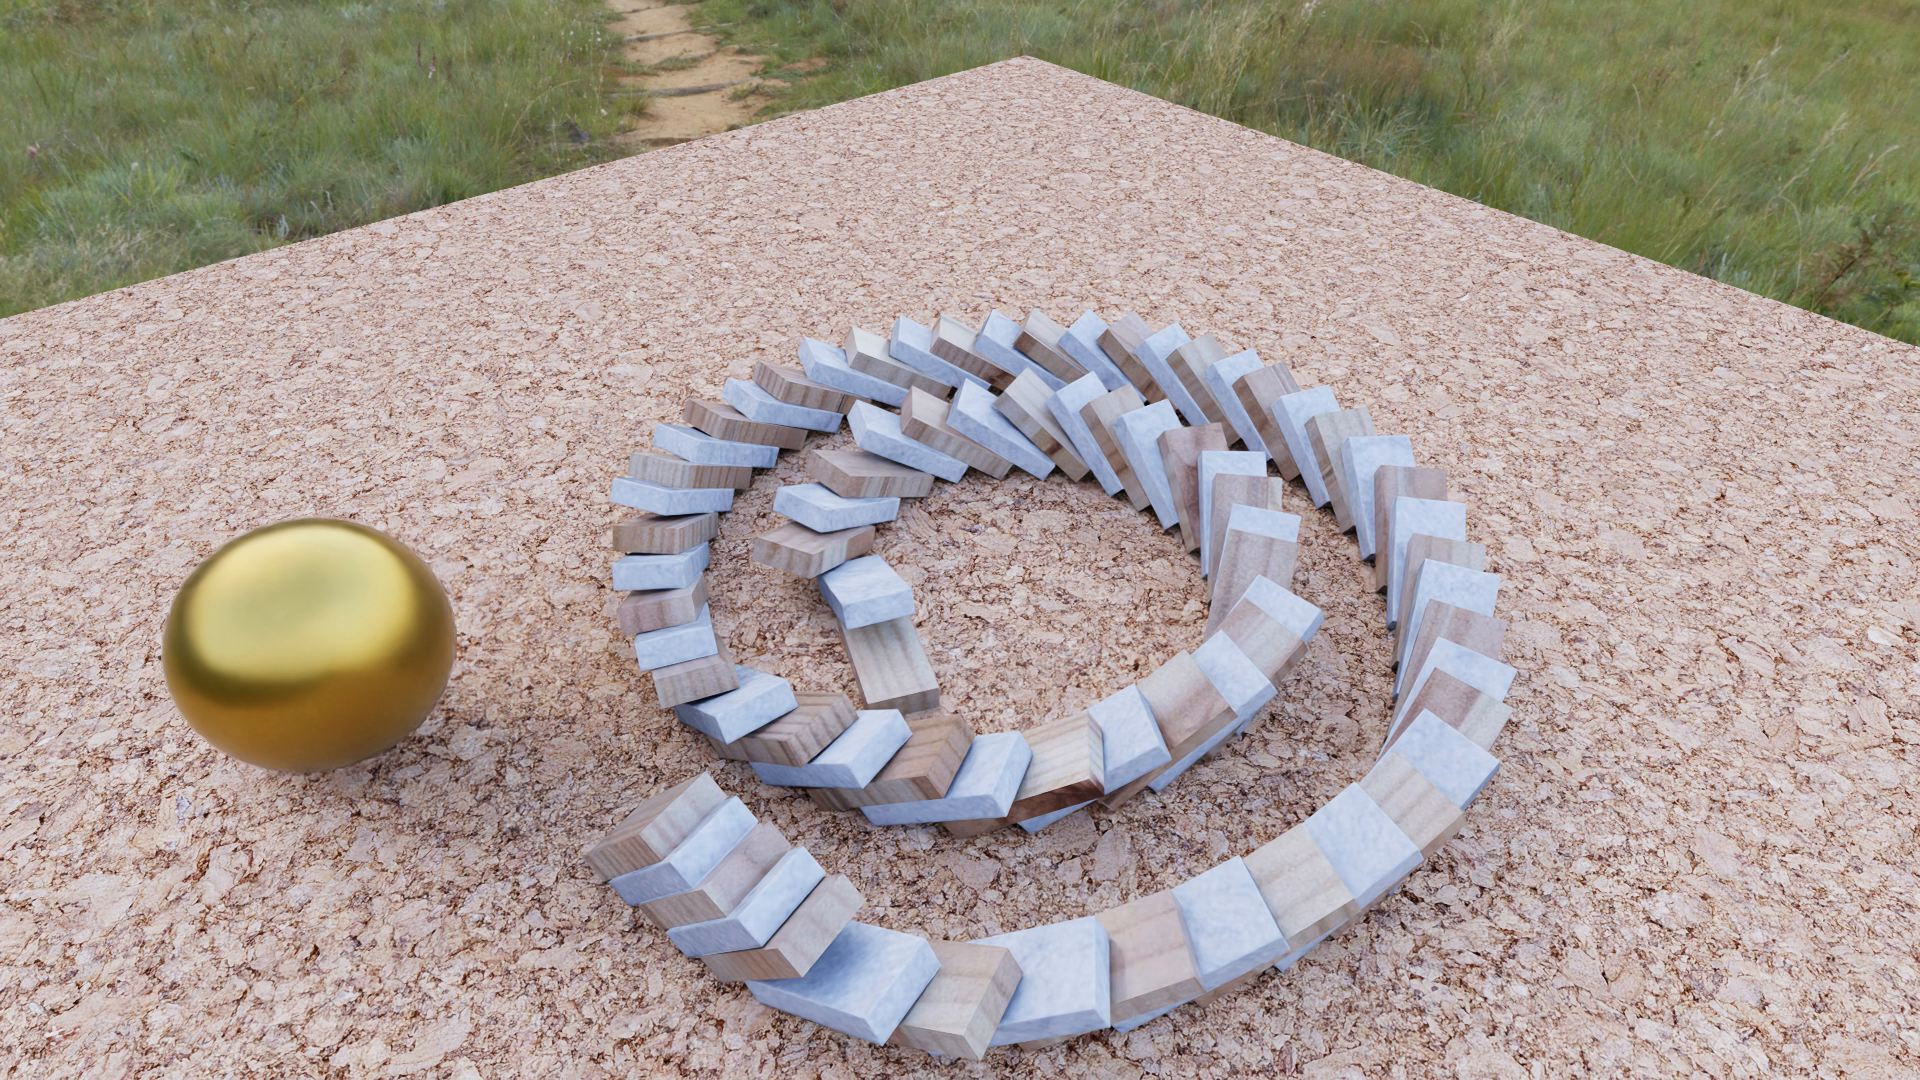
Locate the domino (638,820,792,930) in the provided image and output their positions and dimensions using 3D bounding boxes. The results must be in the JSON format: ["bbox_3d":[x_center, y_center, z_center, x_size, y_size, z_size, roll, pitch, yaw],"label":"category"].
[{"bbox_3d":[-0.068,0.093,0.303,0.009,0.050,0.025,51,50,-6],"label":"domino"}]

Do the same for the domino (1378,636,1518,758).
[{"bbox_3d":[0.154,0.059,0.351,0.025,0.010,0.050,25,78,28],"label":"domino"}]

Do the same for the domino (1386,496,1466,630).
[{"bbox_3d":[0.175,0.010,0.413,0.025,0.010,0.050,7,70,8],"label":"domino"}]

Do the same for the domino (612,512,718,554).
[{"bbox_3d":[-0.114,-0.004,0.429,0.025,0.009,0.050,3,9,4],"label":"domino"}]

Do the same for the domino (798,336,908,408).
[{"bbox_3d":[-0.050,-0.079,0.522,0.050,0.010,0.025,14,30,-31],"label":"domino"}]

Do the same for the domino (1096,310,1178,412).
[{"bbox_3d":[0.090,-0.084,0.524,0.050,0.010,0.025,50,50,3],"label":"domino"}]

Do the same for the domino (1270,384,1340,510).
[{"bbox_3d":[0.156,-0.040,0.473,0.025,0.009,0.050,-14,74,-17],"label":"domino"}]

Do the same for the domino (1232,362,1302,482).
[{"bbox_3d":[0.144,-0.053,0.486,0.025,0.010,0.050,-21,77,-25],"label":"domino"}]

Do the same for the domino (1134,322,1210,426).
[{"bbox_3d":[0.107,-0.076,0.516,0.025,0.010,0.050,-32,83,-33],"label":"domino"}]

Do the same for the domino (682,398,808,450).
[{"bbox_3d":[-0.094,-0.051,0.485,0.025,0.010,0.050,28,15,33],"label":"domino"}]

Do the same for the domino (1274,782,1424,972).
[{"bbox_3d":[0.101,0.094,0.309,0.050,0.009,0.025,-40,46,2],"label":"domino"}]

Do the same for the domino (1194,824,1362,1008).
[{"bbox_3d":[0.080,0.102,0.301,0.050,0.009,0.025,-33,43,4],"label":"domino"}]

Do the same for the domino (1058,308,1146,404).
[{"bbox_3d":[0.073,-0.087,0.530,0.050,0.009,0.025,42,48,0],"label":"domino"}]

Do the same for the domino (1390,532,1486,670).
[{"bbox_3d":[0.172,0.024,0.396,0.025,0.009,0.050,11,69,13],"label":"domino"}]

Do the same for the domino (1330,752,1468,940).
[{"bbox_3d":[0.117,0.088,0.317,0.050,0.009,0.025,-42,48,1],"label":"domino"}]

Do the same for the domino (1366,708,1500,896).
[{"bbox_3d":[0.133,0.078,0.328,0.050,0.009,0.025,-48,55,-4],"label":"domino"}]

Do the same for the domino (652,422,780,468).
[{"bbox_3d":[-0.104,-0.040,0.471,0.025,0.010,0.050,22,11,28],"label":"domino"}]

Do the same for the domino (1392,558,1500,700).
[{"bbox_3d":[0.169,0.034,0.381,0.025,0.010,0.050,15,73,14],"label":"domino"}]

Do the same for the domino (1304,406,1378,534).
[{"bbox_3d":[0.165,-0.030,0.460,0.025,0.009,0.050,-10,72,-12],"label":"domino"}]

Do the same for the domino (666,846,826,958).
[{"bbox_3d":[-0.058,0.098,0.297,0.009,0.050,0.025,51,50,-6],"label":"domino"}]

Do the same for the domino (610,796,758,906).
[{"bbox_3d":[-0.078,0.088,0.309,0.009,0.050,0.025,51,50,-6],"label":"domino"}]

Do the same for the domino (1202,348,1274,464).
[{"bbox_3d":[0.134,-0.060,0.496,0.025,0.009,0.050,-23,78,-26],"label":"domino"}]

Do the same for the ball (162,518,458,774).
[{"bbox_3d":[-0.203,0.033,0.348,0.080,0.080,0.080,0,39,0],"label":"ball"}]

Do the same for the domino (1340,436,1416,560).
[{"bbox_3d":[0.172,-0.017,0.445,0.025,0.009,0.050,-2,71,-4],"label":"domino"}]

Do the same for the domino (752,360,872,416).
[{"bbox_3d":[-0.068,-0.069,0.507,0.050,0.009,0.025,7,23,-47],"label":"domino"}]

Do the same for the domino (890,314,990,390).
[{"bbox_3d":[-0.009,-0.089,0.533,0.050,0.010,0.025,24,35,-18],"label":"domino"}]

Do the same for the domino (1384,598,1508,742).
[{"bbox_3d":[0.162,0.047,0.366,0.025,0.009,0.050,18,74,21],"label":"domino"}]

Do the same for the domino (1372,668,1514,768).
[{"bbox_3d":[0.146,0.067,0.340,0.025,0.009,0.050,31,81,29],"label":"domino"}]

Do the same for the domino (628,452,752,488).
[{"bbox_3d":[-0.111,-0.029,0.456,0.025,0.010,0.050,14,8,21],"label":"domino"}]

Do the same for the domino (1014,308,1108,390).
[{"bbox_3d":[0.051,-0.089,0.532,0.050,0.010,0.025,34,39,-10],"label":"domino"}]

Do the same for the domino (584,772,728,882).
[{"bbox_3d":[-0.088,0.083,0.315,0.009,0.050,0.025,51,50,-6],"label":"domino"}]

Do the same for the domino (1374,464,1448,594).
[{"bbox_3d":[0.176,-0.004,0.429,0.025,0.010,0.050,5,70,5],"label":"domino"}]

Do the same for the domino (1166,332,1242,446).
[{"bbox_3d":[0.119,-0.070,0.507,0.025,0.010,0.050,-28,81,-33],"label":"domino"}]

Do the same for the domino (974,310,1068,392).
[{"bbox_3d":[0.033,-0.090,0.535,0.050,0.009,0.025,30,40,-9],"label":"domino"}]

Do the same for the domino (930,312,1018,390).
[{"bbox_3d":[0.010,-0.090,0.534,0.050,0.010,0.025,25,35,-16],"label":"domino"}]

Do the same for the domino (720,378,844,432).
[{"bbox_3d":[-0.080,-0.061,0.498,0.025,0.009,0.050,35,20,35],"label":"domino"}]

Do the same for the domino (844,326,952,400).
[{"bbox_3d":[-0.030,-0.084,0.528,0.050,0.010,0.025,18,33,-25],"label":"domino"}]

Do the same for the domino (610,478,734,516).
[{"bbox_3d":[-0.115,-0.018,0.445,0.025,0.010,0.050,13,7,16],"label":"domino"}]
